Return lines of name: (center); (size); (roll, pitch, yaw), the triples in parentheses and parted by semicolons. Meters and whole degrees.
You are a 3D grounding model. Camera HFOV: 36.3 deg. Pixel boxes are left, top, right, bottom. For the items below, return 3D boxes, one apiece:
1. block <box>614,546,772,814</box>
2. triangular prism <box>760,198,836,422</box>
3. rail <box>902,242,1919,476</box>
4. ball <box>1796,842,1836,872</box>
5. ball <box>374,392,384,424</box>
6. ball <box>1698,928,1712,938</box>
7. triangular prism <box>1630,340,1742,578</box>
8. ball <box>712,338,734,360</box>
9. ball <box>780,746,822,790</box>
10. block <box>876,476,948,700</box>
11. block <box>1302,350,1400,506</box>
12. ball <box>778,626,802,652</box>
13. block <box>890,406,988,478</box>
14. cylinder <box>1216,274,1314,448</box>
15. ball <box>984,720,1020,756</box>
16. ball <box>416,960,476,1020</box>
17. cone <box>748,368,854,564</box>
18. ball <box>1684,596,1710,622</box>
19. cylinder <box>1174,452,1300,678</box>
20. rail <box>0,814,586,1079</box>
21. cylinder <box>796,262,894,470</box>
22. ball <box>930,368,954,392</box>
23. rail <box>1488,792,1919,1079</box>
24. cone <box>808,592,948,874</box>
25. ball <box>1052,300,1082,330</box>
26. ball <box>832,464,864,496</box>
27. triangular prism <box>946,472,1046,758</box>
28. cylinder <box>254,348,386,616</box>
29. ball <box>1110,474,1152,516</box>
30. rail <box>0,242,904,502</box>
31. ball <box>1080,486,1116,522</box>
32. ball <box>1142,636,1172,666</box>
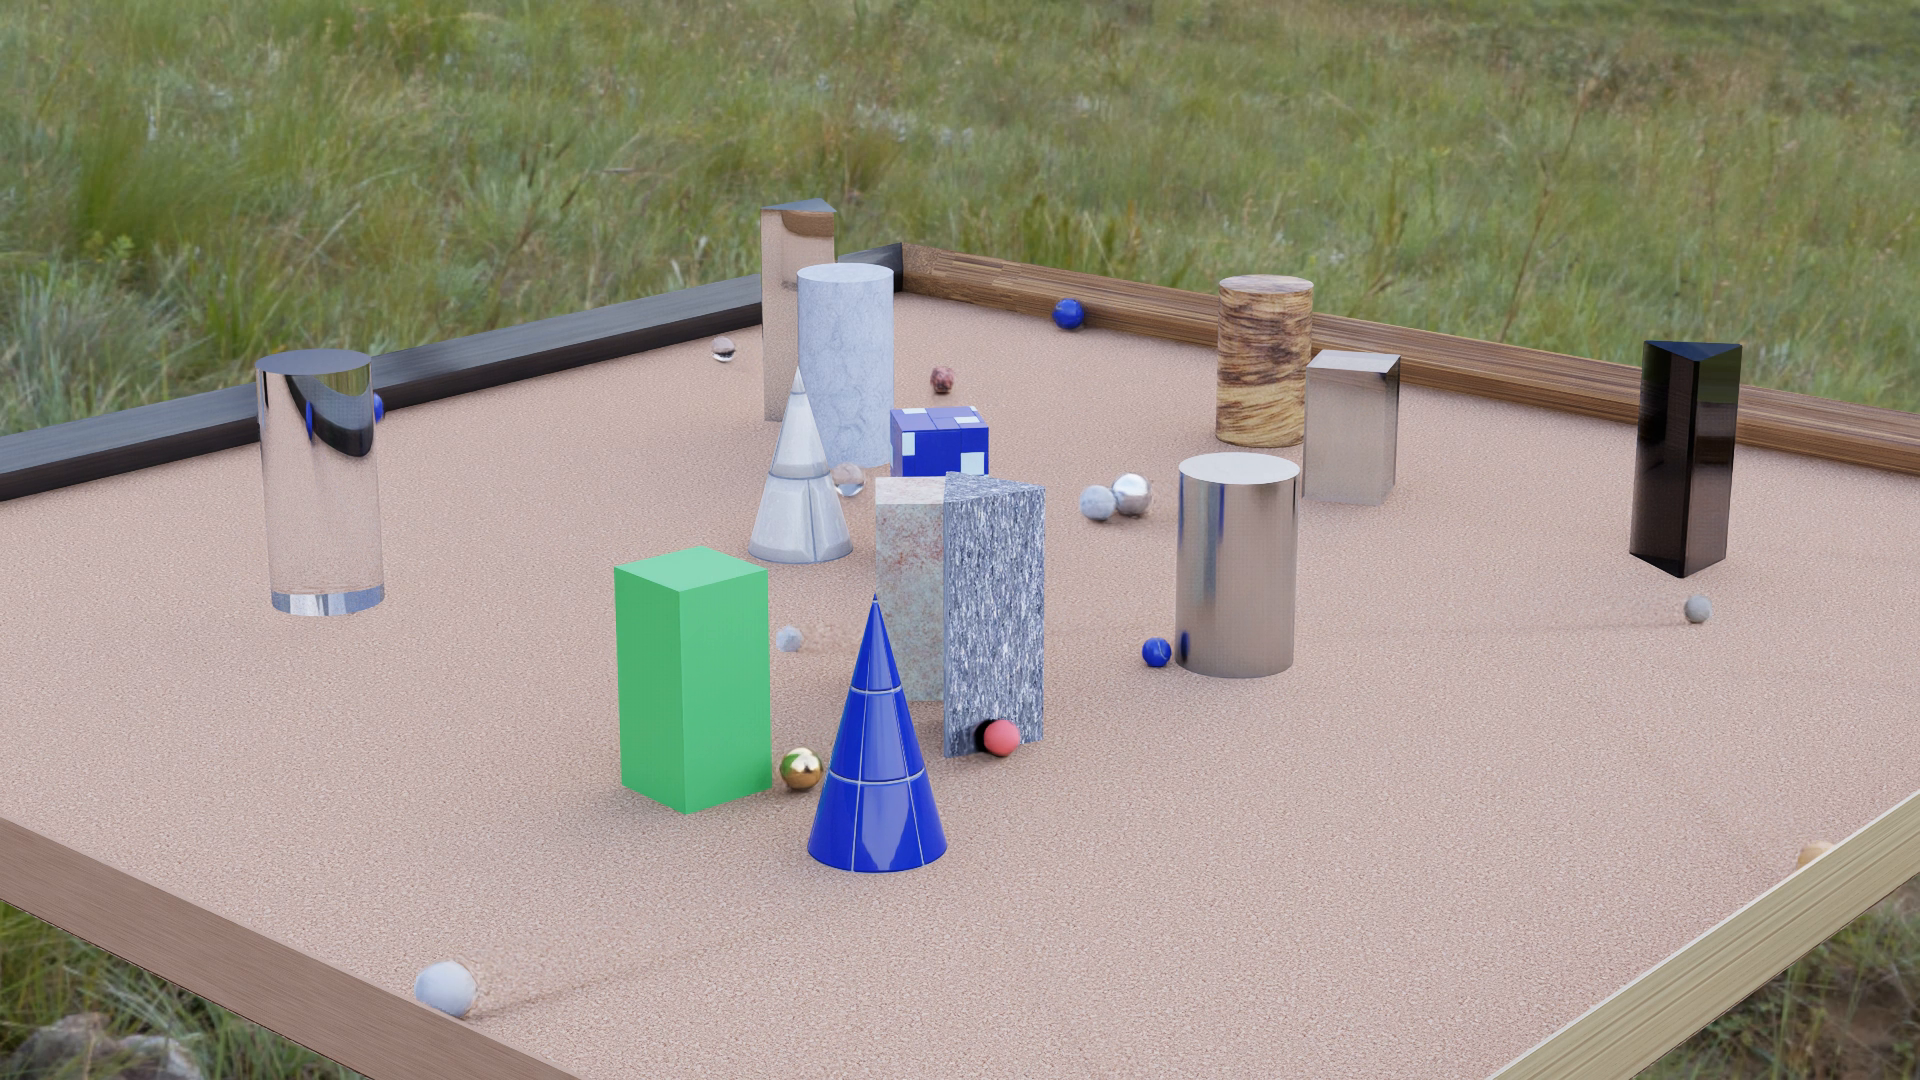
block: (-0.382, 0.199, 4.213); (0.155, 0.332, 0.155); (-14, 22, -40)
triangular prism: (-0.321, -0.491, 6.279); (0.168, 0.461, 0.146); (5, 17, 15)
rail: (1.185, -0.363, 6.427); (3.576, 0.126, 0.045); (14, 22, 39)
ball: (1.144, 0.435, 3.883); (0.070, 0.070, 0.070); (0, 17, 0)
ball: (-1.264, -0.277, 6.220); (0.085, 0.085, 0.085); (0, 17, 0)
ball: (0.944, 0.512, 3.648); (0.059, 0.059, 0.059); (0, 17, 0)
triangular prism: (1.283, -0.153, 5.268); (0.146, 0.397, 0.168); (14, 22, 38)
ball: (-0.551, -0.444, 6.826); (0.054, 0.054, 0.054); (0, 17, 0)
ball: (-0.230, 0.331, 4.242); (0.063, 0.063, 0.063); (0, 17, 0)
block: (-0.054, 0.076, 4.637); (0.155, 0.322, 0.155); (0, 17, -1)
block: (0.764, -0.221, 5.721); (0.155, 0.264, 0.155); (5, 18, 18)
ball: (-0.280, 0.164, 4.832); (0.042, 0.042, 0.042); (0, 17, 0)
block: (-0.038, -0.096, 5.318); (0.155, 0.258, 0.155); (-3, 17, -9)
cylinder: (0.635, -0.374, 6.121); (0.194, 0.327, 0.194); (0, 17, 0)
ball: (0.061, 0.296, 4.372); (0.054, 0.054, 0.054); (0, 17, 0)
ball: (-0.618, 0.542, 3.525); (0.072, 0.072, 0.072); (0, 17, 0)
cone: (-0.293, -0.150, 5.345); (0.194, 0.346, 0.194); (0, 17, 0)
ball: (1.252, 0.118, 4.979); (0.044, 0.044, 0.044); (0, 17, 0)
cylinder: (0.448, 0.040, 4.754); (0.194, 0.324, 0.194); (0, 17, 0)
rail: (-1.185, 0.426, 3.813); (3.576, 0.126, 0.045); (14, 22, 39)
cylinder: (-0.231, -0.354, 5.956); (0.194, 0.384, 0.194); (0, 17, 0)
ball: (-0.040, -0.356, 6.532); (0.055, 0.055, 0.055); (0, 17, 0)
rail: (1.332, 0.366, 4.013); (0.045, 0.126, 3.662); (14, 22, 39)
cone: (-0.114, 0.246, 3.994); (0.194, 0.369, 0.194); (0, 17, 0)
ball: (0.262, -0.549, 7.135); (0.075, 0.075, 0.075); (0, 17, 0)
ball: (-0.218, -0.118, 5.727); (0.064, 0.064, 0.064); (0, 17, 0)
triangular prism: (0.018, 0.105, 4.414); (0.168, 0.396, 0.146); (-9, 19, -27)
cylinder: (-1.100, -0.101, 5.047); (0.194, 0.424, 0.194); (0, 17, 0)
ball: (0.326, -0.086, 5.592); (0.081, 0.081, 0.081); (0, 17, 0)
rail: (-1.332, -0.302, 6.228); (0.045, 0.126, 3.662); (14, 22, 39)
ball: (0.261, -0.069, 5.560); (0.067, 0.067, 0.067); (0, 17, 0)
ball: (0.319, 0.181, 4.763); (0.049, 0.049, 0.049); (0, 17, 0)
